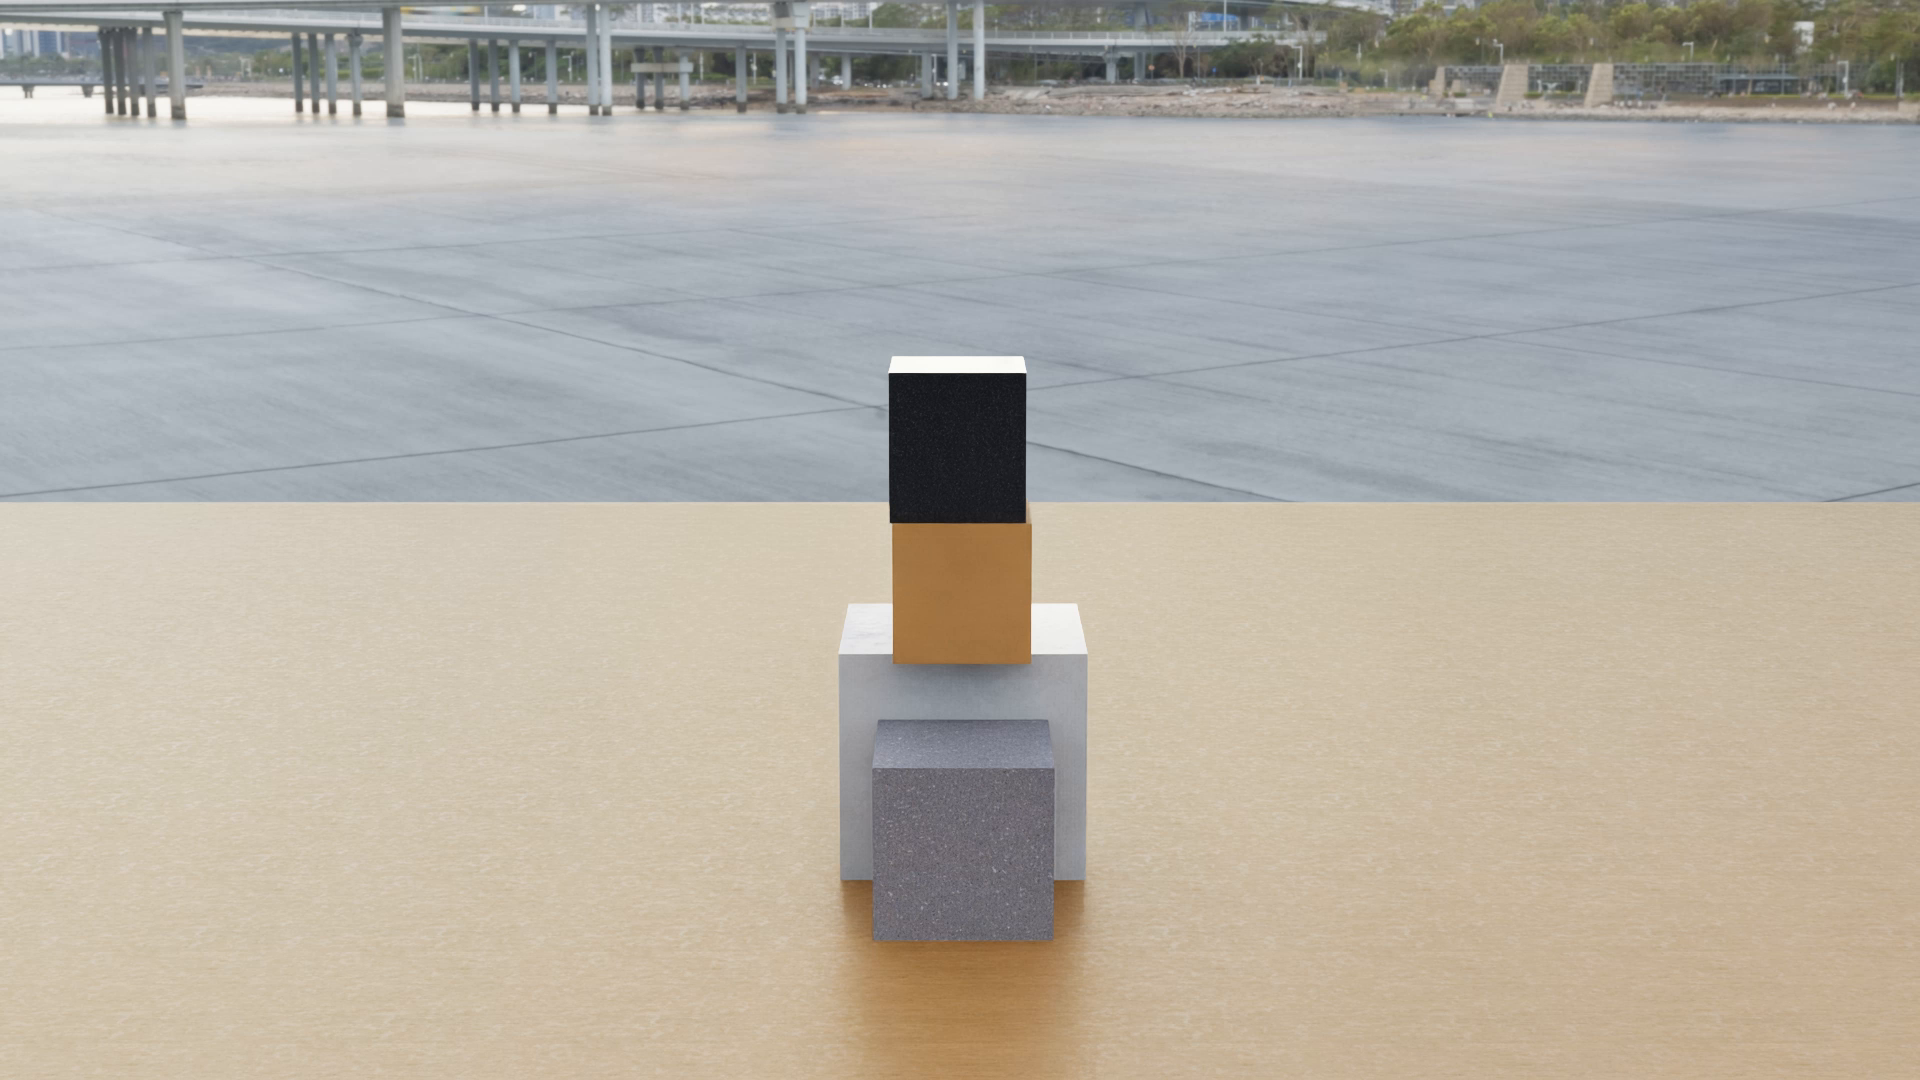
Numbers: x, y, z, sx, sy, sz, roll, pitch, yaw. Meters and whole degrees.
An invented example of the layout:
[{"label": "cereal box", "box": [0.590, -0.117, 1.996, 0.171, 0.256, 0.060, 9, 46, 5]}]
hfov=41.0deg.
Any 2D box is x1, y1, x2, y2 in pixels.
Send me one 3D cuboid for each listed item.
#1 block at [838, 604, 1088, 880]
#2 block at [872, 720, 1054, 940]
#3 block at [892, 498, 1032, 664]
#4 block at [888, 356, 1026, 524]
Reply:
[{"label": "block", "box": [0.013, 0.901, 11.752, 1.083, 1.022, 1.074, 0, 10, 0]}, {"label": "block", "box": [0.014, 1.213, 10.850, 0.740, 0.731, 0.793, 0, 10, 0]}, {"label": "block", "box": [0.009, 0.172, 11.212, 0.591, 0.606, 0.651, 0, 10, 0]}, {"label": "block", "box": [-0.010, -0.441, 11.100, 0.577, 0.639, 0.621, 0, 10, 0]}]
